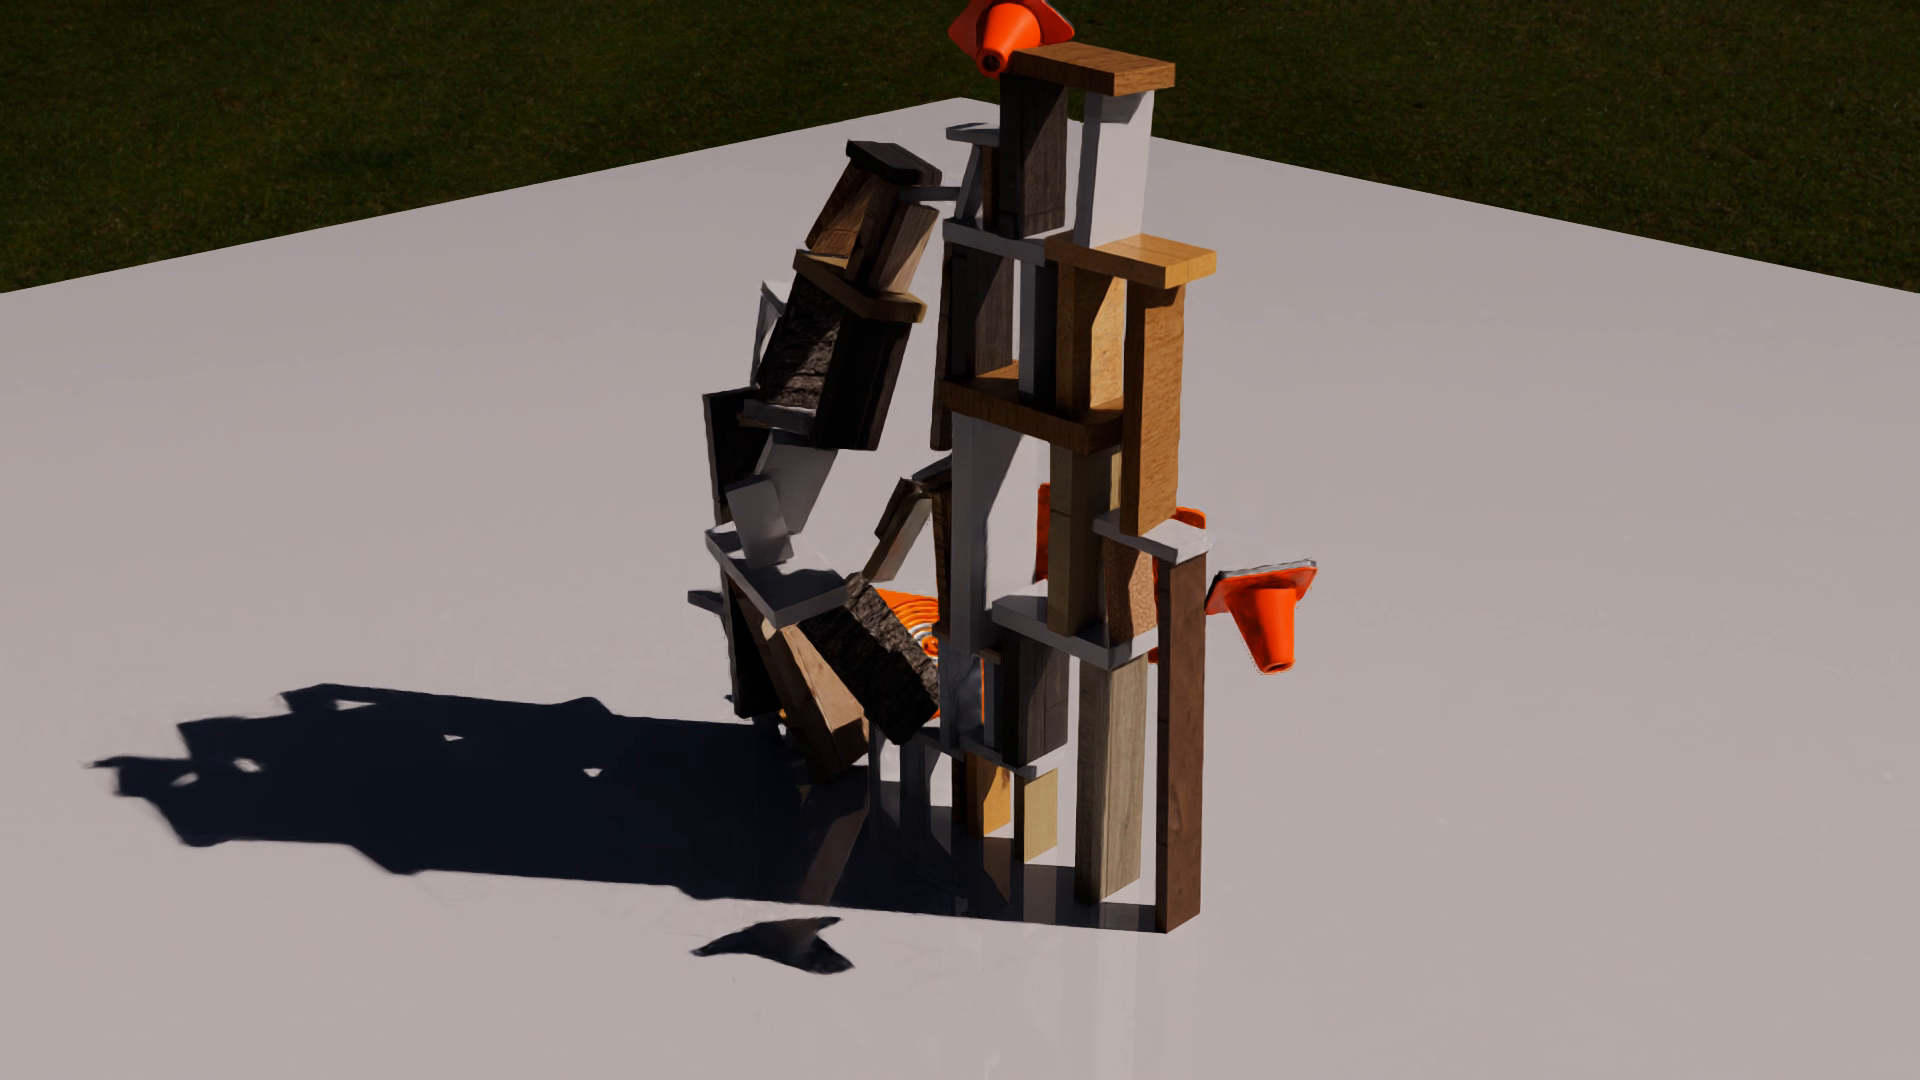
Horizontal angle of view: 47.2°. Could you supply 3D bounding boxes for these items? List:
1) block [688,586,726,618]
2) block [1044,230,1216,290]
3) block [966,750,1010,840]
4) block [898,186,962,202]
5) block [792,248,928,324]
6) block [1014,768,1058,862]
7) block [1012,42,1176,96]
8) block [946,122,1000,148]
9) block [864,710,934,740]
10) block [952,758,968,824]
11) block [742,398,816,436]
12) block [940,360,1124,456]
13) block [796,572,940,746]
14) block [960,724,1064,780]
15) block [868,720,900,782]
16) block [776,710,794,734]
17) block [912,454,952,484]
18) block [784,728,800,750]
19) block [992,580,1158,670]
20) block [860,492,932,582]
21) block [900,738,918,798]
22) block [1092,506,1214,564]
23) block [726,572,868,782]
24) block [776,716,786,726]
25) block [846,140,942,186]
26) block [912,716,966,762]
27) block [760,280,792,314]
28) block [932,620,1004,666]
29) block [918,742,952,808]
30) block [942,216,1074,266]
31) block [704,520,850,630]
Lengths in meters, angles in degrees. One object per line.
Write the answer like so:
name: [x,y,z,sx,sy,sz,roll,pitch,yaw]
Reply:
block: [-0.495,0.134,4.688,0.090,0.025,0.180,-7,15,-36]
block: [0.287,-0.481,3.714,0.266,0.038,0.133,21,31,40]
block: [0.057,0.489,4.363,0.027,0.191,0.095,21,32,40]
block: [-0.021,-0.632,4.018,0.170,0.024,0.085,7,10,42]
block: [-0.192,-0.482,4.174,0.135,0.038,0.269,1,25,-37]
block: [0.147,0.524,4.280,0.027,0.191,0.095,21,32,41]
block: [0.220,-0.784,3.653,0.131,0.037,0.263,-17,28,-33]
block: [0.051,-0.711,3.858,0.073,0.021,0.146,-19,26,-38]
block: [-0.124,0.365,4.512,0.141,0.020,0.071,21,31,41]
block: [0.017,0.491,4.414,0.074,0.148,0.021,-22,31,-40]
block: [-0.312,-0.237,4.317,0.131,0.037,0.261,5,7,-31]
block: [0.155,-0.243,3.948,0.359,0.051,0.180,21,31,40]
block: [-0.165,0.237,4.395,0.160,0.319,0.045,-44,15,-22]
block: [0.101,0.407,4.278,0.191,0.027,0.095,21,31,40]
block: [-0.157,0.427,4.575,0.020,0.141,0.071,21,31,41]
block: [-0.356,0.378,4.691,0.045,0.013,0.091,-31,53,-20]
block: [-0.027,-0.141,4.149,0.122,0.017,0.061,-27,-9,24]
block: [-0.328,0.426,4.704,0.091,0.013,0.045,4,57,0]
block: [0.212,0.154,4.052,0.287,0.041,0.144,22,31,40]
block: [-0.115,-0.006,4.214,0.027,0.187,0.094,34,13,20]
block: [-0.091,0.453,4.513,0.020,0.141,0.071,21,31,41]
block: [0.338,-0.013,3.854,0.098,0.028,0.195,-21,31,-40]
block: [-0.321,0.246,4.542,0.160,0.488,0.045,-33,20,-35]
block: [-0.349,0.392,4.731,0.091,0.045,0.013,35,-5,5]
block: [-0.123,-0.696,4.063,0.102,0.029,0.204,-1,24,-28]
block: [-0.018,0.400,4.412,0.074,0.021,0.148,-22,31,-40]
block: [-0.338,-0.477,4.388,0.074,0.021,0.148,2,27,-27]
block: [0.044,0.187,4.251,0.093,0.026,0.185,-22,32,-40]
block: [-0.052,0.464,4.478,0.074,0.148,0.021,-22,31,-40]
block: [0.100,-0.536,3.889,0.249,0.035,0.125,22,31,40]
block: [-0.367,0.052,4.382,0.160,0.045,0.320,-21,40,-23]
